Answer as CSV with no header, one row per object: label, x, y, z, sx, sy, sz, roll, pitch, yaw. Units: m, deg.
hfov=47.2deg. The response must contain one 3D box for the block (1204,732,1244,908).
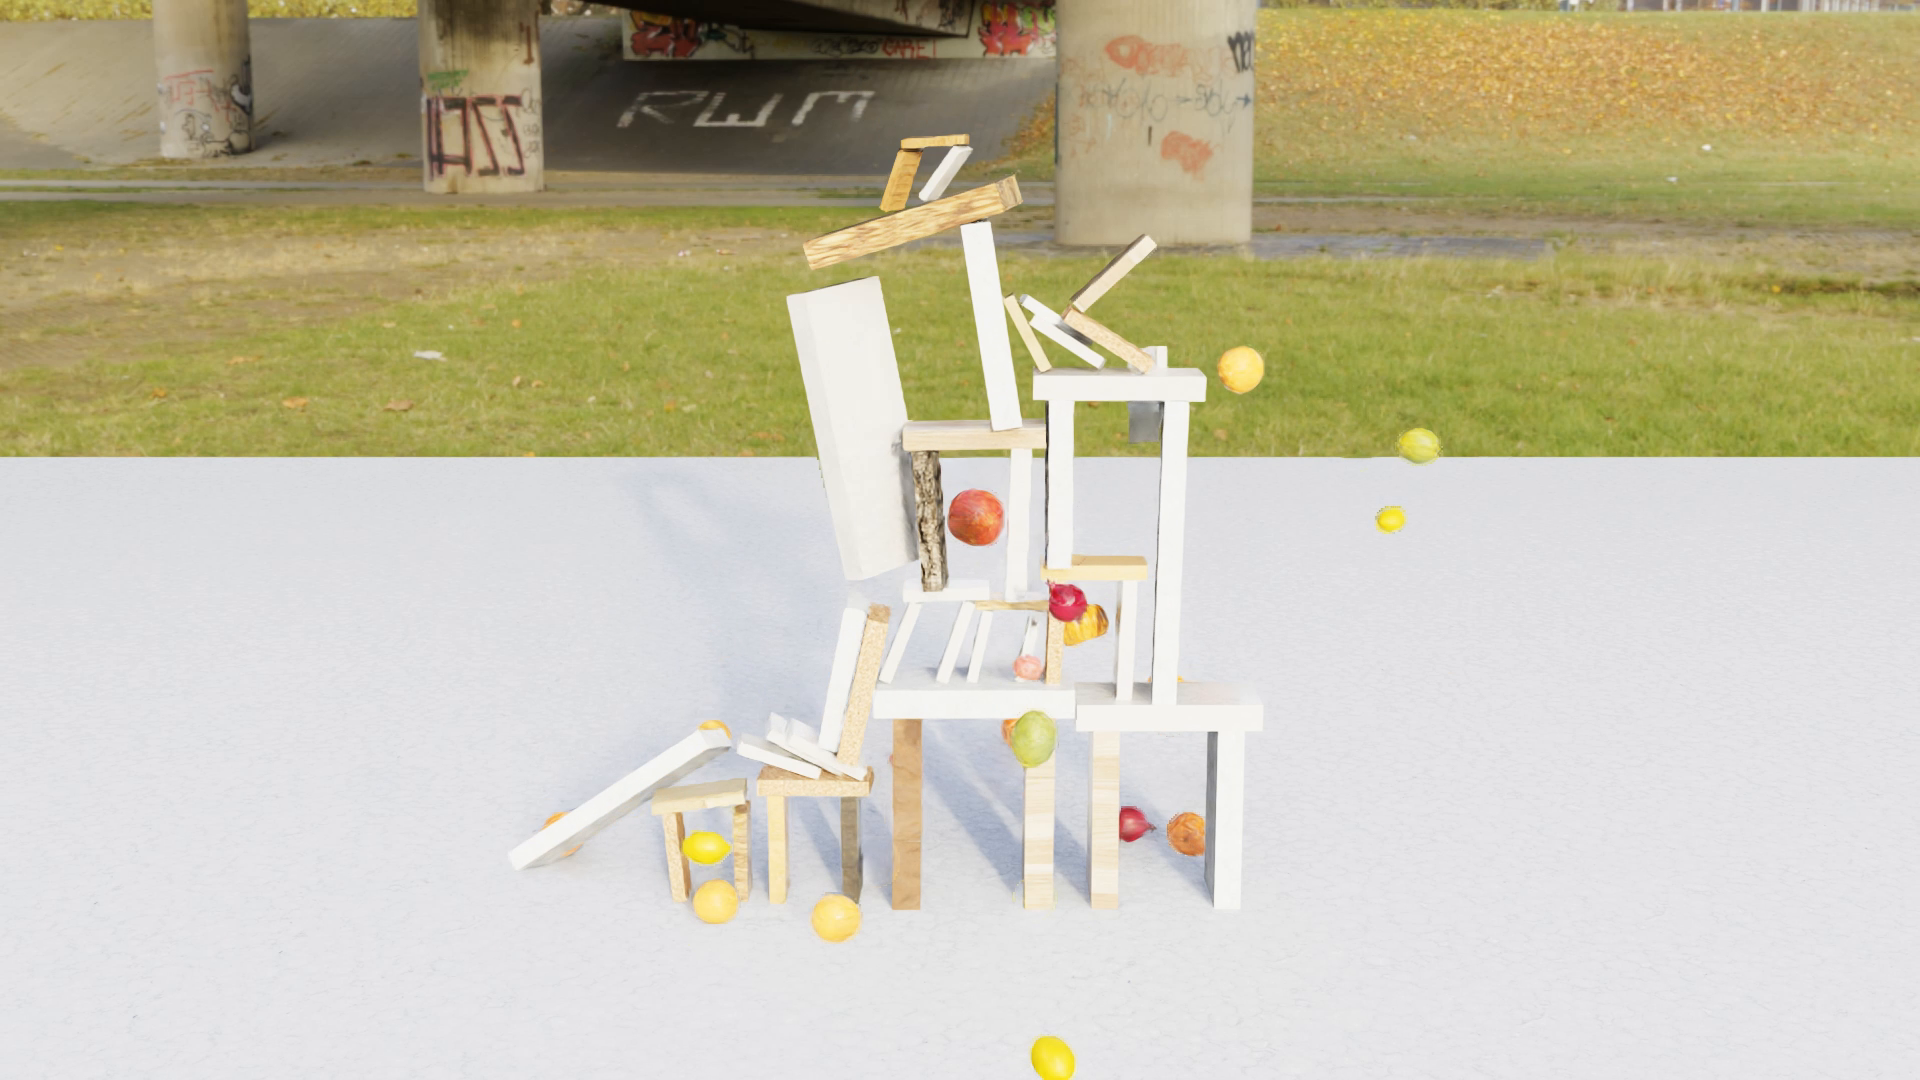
block,0.437,0.442,3.643,0.043,0.301,0.150,0,11,0

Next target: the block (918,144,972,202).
block,-0.023,-0.577,3.456,0.014,0.100,0.050,43,25,10

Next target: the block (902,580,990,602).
block,-0.022,0.082,3.572,0.140,0.020,0.070,-1,10,1

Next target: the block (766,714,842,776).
block,-0.253,0.337,3.613,0.139,0.020,0.069,29,13,-13

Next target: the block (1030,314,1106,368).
block,0.173,-0.316,3.509,0.130,0.018,0.065,33,6,5

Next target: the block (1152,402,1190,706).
block,0.339,0.012,3.555,0.038,0.491,0.135,2,11,4

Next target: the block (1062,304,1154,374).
block,0.234,-0.320,3.491,0.157,0.022,0.078,31,11,-7

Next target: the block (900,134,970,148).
block,-0.039,-0.624,3.443,0.100,0.014,0.050,-2,11,9

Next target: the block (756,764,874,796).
block,-0.238,0.397,3.631,0.184,0.026,0.092,0,11,3

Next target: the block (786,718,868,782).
block,-0.218,0.341,3.589,0.139,0.020,0.069,28,14,-15

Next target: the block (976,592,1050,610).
block,0.085,0.100,3.579,0.120,0.017,0.060,0,10,1

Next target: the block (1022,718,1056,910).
block,0.129,0.431,3.640,0.046,0.323,0.162,1,11,0

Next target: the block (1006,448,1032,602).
block,0.094,-0.032,3.557,0.032,0.249,0.113,2,11,1

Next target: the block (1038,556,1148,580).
block,0.216,0.045,3.571,0.172,0.024,0.086,0,11,0

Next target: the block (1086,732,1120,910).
block,0.237,0.442,3.642,0.043,0.301,0.150,0,11,0

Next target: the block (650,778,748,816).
block,-0.430,0.423,3.636,0.152,0.022,0.076,-8,10,0

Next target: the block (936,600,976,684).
block,-0.007,0.159,3.588,0.020,0.139,0.070,19,10,-3

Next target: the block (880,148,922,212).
block,-0.093,-0.570,3.476,0.014,0.100,0.050,30,24,23

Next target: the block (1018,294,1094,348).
block,0.155,-0.352,3.535,0.130,0.018,0.065,32,5,-10

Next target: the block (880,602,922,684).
block,-0.096,0.160,3.589,0.020,0.139,0.070,22,10,-3

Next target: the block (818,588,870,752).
block,-0.189,0.210,3.570,0.034,0.240,0.120,11,14,-2

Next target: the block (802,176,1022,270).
block,-0.073,-0.504,3.489,0.323,0.046,0.162,-15,10,15

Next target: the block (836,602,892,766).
block,-0.155,0.232,3.548,0.034,0.240,0.120,12,11,-2

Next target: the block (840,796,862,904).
block,-0.180,0.500,3.649,0.026,0.184,0.092,-1,10,2

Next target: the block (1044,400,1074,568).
block,0.159,-0.099,3.538,0.038,0.269,0.135,0,11,0

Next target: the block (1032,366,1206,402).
block,0.251,-0.249,3.509,0.269,0.038,0.135,0,11,1

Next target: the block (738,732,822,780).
block,-0.296,0.354,3.611,0.139,0.020,0.069,19,8,-8

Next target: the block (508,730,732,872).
block,-0.574,0.439,3.720,0.399,0.034,0.120,-33,-11,9

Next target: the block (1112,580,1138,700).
block,0.269,0.154,3.592,0.024,0.198,0.086,2,10,-1

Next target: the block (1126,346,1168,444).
block,0.310,-0.239,3.630,0.022,0.157,0.078,-3,3,-34

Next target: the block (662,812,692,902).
block,-0.470,0.515,3.651,0.022,0.152,0.076,-6,10,1

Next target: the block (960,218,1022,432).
block,0.050,-0.345,3.494,0.046,0.323,0.162,-9,10,2

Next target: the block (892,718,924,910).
block,-0.086,0.431,3.640,0.046,0.323,0.162,1,11,0

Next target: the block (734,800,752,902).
block,-0.360,0.516,3.651,0.022,0.152,0.076,0,11,0

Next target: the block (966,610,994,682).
block,0.032,0.168,3.591,0.017,0.120,0.060,13,10,-2

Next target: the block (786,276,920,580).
block,-0.159,-0.182,3.567,0.162,0.467,0.046,-20,13,-42

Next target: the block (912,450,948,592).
block,-0.047,-0.038,3.546,0.032,0.226,0.113,-3,10,5

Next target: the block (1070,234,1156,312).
block,0.242,-0.424,3.492,0.157,0.022,0.078,-41,9,6

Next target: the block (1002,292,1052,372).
block,0.107,-0.330,3.499,0.018,0.130,0.065,-28,8,6

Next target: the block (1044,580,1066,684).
block,0.155,0.142,3.588,0.024,0.172,0.086,3,11,0

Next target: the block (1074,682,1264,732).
block,0.337,0.273,3.612,0.301,0.043,0.150,0,11,0

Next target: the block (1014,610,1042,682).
block,0.112,0.168,3.592,0.017,0.120,0.060,13,10,-2

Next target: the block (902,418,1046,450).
block,0.024,-0.169,3.532,0.226,0.032,0.113,-1,11,1

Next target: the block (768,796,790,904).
block,-0.300,0.500,3.649,0.026,0.184,0.092,0,11,0

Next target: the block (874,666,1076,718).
block,0.023,0.249,3.607,0.323,0.046,0.162,0,11,0
